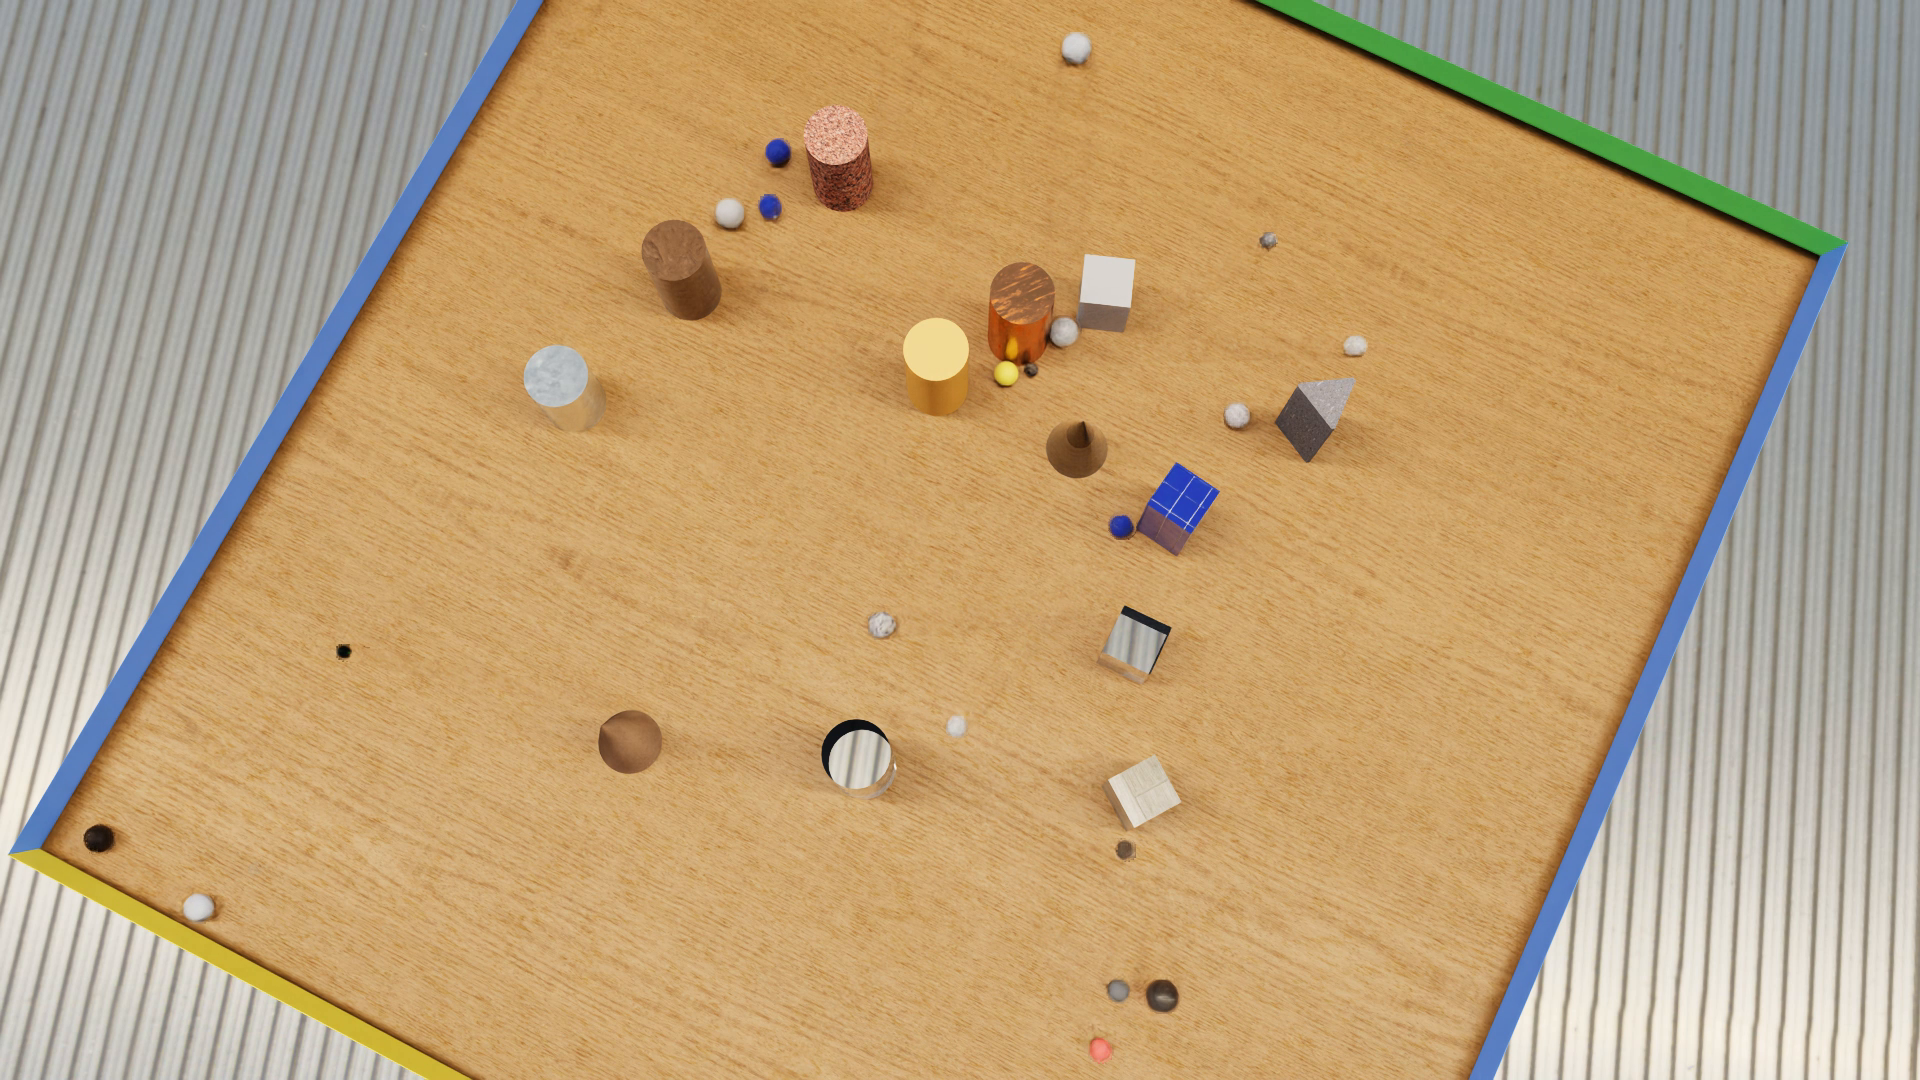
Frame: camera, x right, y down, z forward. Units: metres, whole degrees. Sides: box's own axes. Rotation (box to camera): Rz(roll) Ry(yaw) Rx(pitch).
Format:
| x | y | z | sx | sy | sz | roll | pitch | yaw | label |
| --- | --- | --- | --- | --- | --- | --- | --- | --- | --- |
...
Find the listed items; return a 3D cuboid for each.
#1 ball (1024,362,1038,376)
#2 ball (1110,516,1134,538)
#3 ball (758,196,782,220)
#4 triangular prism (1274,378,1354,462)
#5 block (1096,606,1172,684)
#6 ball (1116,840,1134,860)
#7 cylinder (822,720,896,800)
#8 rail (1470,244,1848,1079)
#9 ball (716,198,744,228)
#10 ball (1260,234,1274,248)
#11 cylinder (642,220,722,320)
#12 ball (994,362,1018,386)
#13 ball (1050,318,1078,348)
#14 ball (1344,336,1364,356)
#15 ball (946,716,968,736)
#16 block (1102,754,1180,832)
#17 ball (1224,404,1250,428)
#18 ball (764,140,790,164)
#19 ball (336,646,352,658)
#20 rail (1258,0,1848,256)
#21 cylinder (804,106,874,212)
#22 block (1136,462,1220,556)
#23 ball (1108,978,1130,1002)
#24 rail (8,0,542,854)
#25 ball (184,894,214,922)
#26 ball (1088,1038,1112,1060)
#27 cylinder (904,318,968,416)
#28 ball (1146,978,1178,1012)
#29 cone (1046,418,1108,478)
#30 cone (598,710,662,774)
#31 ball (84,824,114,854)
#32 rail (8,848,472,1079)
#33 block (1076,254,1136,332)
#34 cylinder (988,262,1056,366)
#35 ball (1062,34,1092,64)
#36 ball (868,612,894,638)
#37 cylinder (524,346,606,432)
| x | y | z | sx | sy | sz | roll | pitch | yaw | label |
| --- | --- | --- | --- | --- | --- | --- | --- | --- | --- |
| 0.221 | -0.530 | 5.704 | 0.043 | 0.043 | 0.043 | 0 | 78 | 0 | ball |
| 0.494 | -0.040 | 5.589 | 0.070 | 0.070 | 0.070 | 0 | 78 | 0 | ball |
| -0.600 | -1.050 | 5.796 | 0.074 | 0.074 | 0.074 | 0 | 78 | 0 | ball |
| 1.085 | -0.385 | 5.492 | 0.143 | 0.400 | 0.166 | -35 | 80 | -7 | triangular prism |
| 0.514 | 0.313 | 5.432 | 0.153 | 0.235 | 0.153 | 25 | 79 | 5 | block |
| 0.486 | 0.913 | 5.399 | 0.055 | 0.055 | 0.055 | 0 | 78 | 0 | ball |
| -0.286 | 0.633 | 5.253 | 0.191 | 0.455 | 0.191 | 0 | 78 | 0 | cylinder |
| 1.809 | 0.893 | 5.367 | 0.045 | 0.124 | 4.141 | 26 | 80 | 5 | rail |
| -0.726 | -1.029 | 5.782 | 0.093 | 0.093 | 0.093 | 0 | 78 | 0 | ball |
| 0.970 | -0.945 | 5.788 | 0.048 | 0.048 | 0.048 | 0 | 78 | 0 | ball |
| -0.847 | -0.820 | 5.598 | 0.191 | 0.368 | 0.191 | 0 | 78 | 0 | cylinder |
| 0.143 | -0.517 | 5.684 | 0.076 | 0.076 | 0.076 | 0 | 78 | 0 | ball |
| 0.324 | -0.647 | 5.703 | 0.092 | 0.092 | 0.092 | 0 | 78 | 0 | ball |
| 1.229 | -0.605 | 5.709 | 0.064 | 0.064 | 0.064 | 0 | 78 | 0 | ball |
| -0.008 | 0.554 | 5.470 | 0.062 | 0.062 | 0.062 | 0 | 78 | 0 | ball |
| 0.525 | 0.739 | 5.330 | 0.153 | 0.261 | 0.153 | -28 | 80 | -5 | block |
| 0.857 | -0.382 | 5.656 | 0.078 | 0.078 | 0.078 | 0 | 78 | 0 | ball |
| -0.581 | -1.235 | 5.832 | 0.079 | 0.079 | 0.079 | 0 | 78 | 0 | ball |
| -1.858 | 0.338 | 5.526 | 0.041 | 0.041 | 0.041 | 0 | 78 | 0 | ball |
| 0.915 | -1.786 | 5.922 | 4.093 | 0.124 | 0.045 | 26 | 80 | 5 | rail |
| -0.373 | -1.176 | 5.670 | 0.191 | 0.371 | 0.191 | 0 | 78 | 0 | cylinder |
| 0.645 | -0.088 | 5.460 | 0.153 | 0.343 | 0.153 | 35 | 80 | 7 | block |
| 0.460 | 1.305 | 5.314 | 0.064 | 0.064 | 0.064 | 0 | 78 | 0 | ball |
| -1.809 | -0.879 | 5.734 | 0.045 | 0.124 | 4.141 | 26 | 80 | 5 | rail |
| -2.225 | 1.073 | 5.352 | 0.083 | 0.083 | 0.083 | 0 | 78 | 0 | ball |
| 0.404 | 1.467 | 5.280 | 0.064 | 0.064 | 0.064 | 0 | 78 | 0 | ball |
| -0.070 | -0.517 | 5.528 | 0.191 | 0.382 | 0.191 | 0 | 78 | 0 | cylinder |
| 0.584 | 1.317 | 5.295 | 0.095 | 0.095 | 0.095 | 0 | 78 | 0 | ball |
| 0.362 | -0.316 | 5.519 | 0.191 | 0.320 | 0.191 | 0 | 78 | 0 | cone |
| -0.988 | 0.558 | 5.266 | 0.191 | 0.461 | 0.191 | 0 | 78 | 0 | cone |
| -2.533 | 0.879 | 5.392 | 0.084 | 0.084 | 0.084 | 0 | 78 | 0 | ball |
| -0.915 | 1.799 | 5.180 | 4.093 | 0.124 | 0.045 | 26 | 80 | 5 | rail |
| 0.446 | -0.758 | 5.649 | 0.153 | 0.243 | 0.153 | 6 | 78 | 1 | block |
| 0.182 | -0.678 | 5.547 | 0.191 | 0.411 | 0.191 | 0 | 78 | 0 | cylinder |
| 0.374 | -1.579 | 5.894 | 0.096 | 0.096 | 0.096 | 0 | 78 | 0 | ball |
| -0.236 | 0.256 | 5.523 | 0.079 | 0.079 | 0.079 | 0 | 78 | 0 | ball |
| -1.196 | -0.456 | 5.564 | 0.191 | 0.288 | 0.191 | 0 | 78 | 0 | cylinder |
